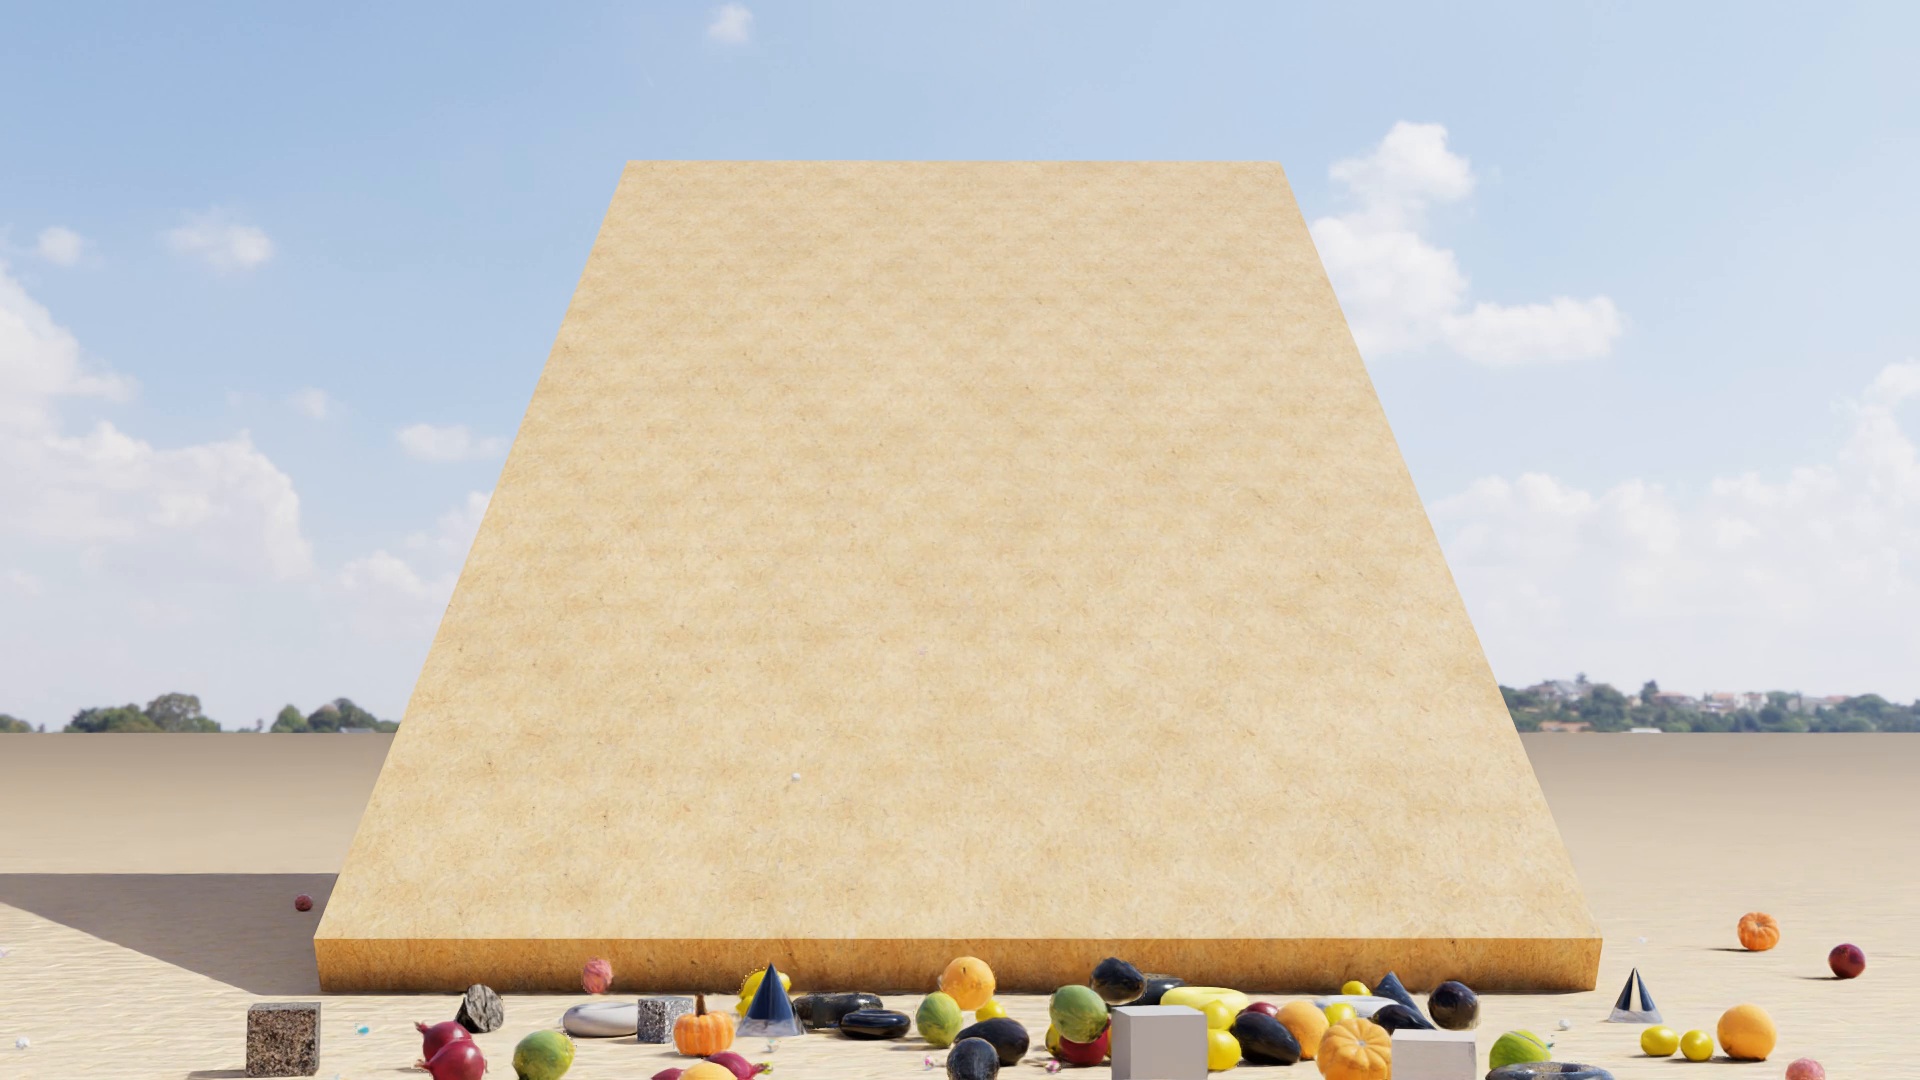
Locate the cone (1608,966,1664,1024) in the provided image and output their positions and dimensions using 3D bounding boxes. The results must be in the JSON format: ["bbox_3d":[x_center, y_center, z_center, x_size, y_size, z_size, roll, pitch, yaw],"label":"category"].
[{"bbox_3d":[0.953,0.640,3.335,0.076,0.076,0.076,0,-5,0],"label":"cone"}]

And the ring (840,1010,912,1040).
[{"bbox_3d":[-0.114,0.649,3.167,0.098,0.033,0.098,1,-5,0],"label":"ring"}]

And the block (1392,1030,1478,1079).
[{"bbox_3d":[0.504,0.569,2.507,0.086,0.086,0.086,-1,-5,13],"label":"block"}]

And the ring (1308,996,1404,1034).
[{"bbox_3d":[0.540,0.648,3.225,0.131,0.044,0.131,1,-5,0],"label":"ring"}]

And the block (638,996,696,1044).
[{"bbox_3d":[-0.388,0.634,3.125,0.054,0.054,0.054,-4,-6,41],"label":"block"}]

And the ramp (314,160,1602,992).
[{"bbox_3d":[-0.010,-0.228,5.477,2.000,0.100,4.000,0,26,0],"label":"ramp"}]

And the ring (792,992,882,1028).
[{"bbox_3d":[-0.171,0.648,3.257,0.131,0.044,0.131,-3,-9,-1],"label":"ring"}]

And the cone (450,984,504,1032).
[{"bbox_3d":[-0.674,0.654,3.230,0.069,0.069,0.069,-32,-19,24],"label":"cone"}]

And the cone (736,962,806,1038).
[{"bbox_3d":[-0.255,0.619,3.201,0.097,0.097,0.097,0,-5,0],"label":"cone"}]

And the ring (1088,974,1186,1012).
[{"bbox_3d":[0.262,0.663,3.455,0.147,0.049,0.147,-1,-5,0],"label":"ring"}]

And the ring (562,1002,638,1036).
[{"bbox_3d":[-0.481,0.648,3.196,0.112,0.037,0.112,-1,-4,0],"label":"ring"}]

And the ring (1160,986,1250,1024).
[{"bbox_3d":[0.345,0.657,3.336,0.127,0.042,0.127,1,-4,0],"label":"ring"}]

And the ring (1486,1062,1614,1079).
[{"bbox_3d":[0.635,0.592,2.543,0.143,0.048,0.143,-1,-6,0],"label":"ring"}]

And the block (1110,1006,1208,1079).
[{"bbox_3d":[0.227,0.583,2.699,0.090,0.090,0.090,1,-5,-11],"label":"block"}]

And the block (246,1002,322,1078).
[{"bbox_3d":[-0.811,0.599,2.836,0.079,0.079,0.079,1,-5,-11],"label":"block"}]
